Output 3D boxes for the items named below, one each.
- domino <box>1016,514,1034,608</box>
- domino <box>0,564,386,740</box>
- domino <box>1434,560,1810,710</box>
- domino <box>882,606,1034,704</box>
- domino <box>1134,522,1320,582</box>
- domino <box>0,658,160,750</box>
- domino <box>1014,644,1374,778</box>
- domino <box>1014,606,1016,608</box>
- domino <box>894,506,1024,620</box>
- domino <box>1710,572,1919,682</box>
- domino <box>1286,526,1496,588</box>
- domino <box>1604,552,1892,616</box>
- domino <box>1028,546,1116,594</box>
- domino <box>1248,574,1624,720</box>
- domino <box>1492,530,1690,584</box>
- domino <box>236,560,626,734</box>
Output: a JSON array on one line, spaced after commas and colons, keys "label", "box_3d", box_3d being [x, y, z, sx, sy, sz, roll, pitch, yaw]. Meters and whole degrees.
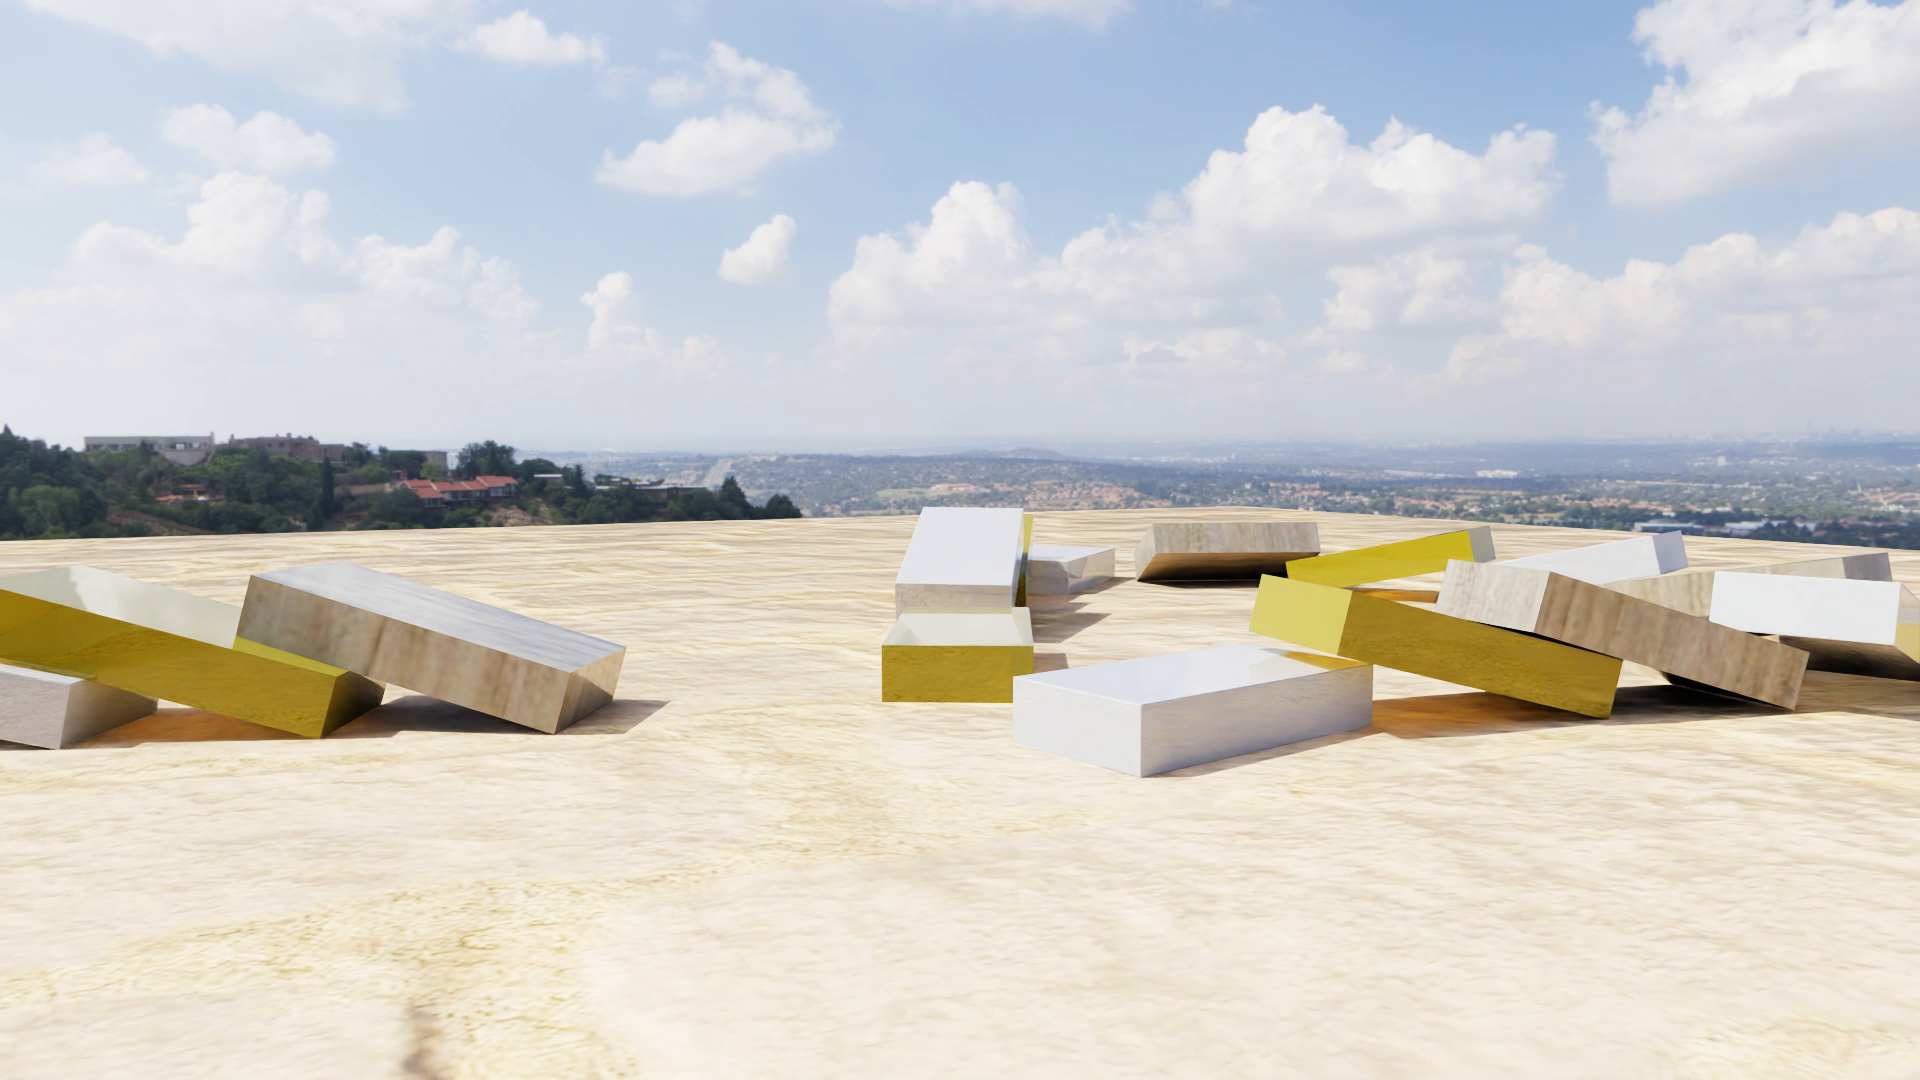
[{"label": "domino", "box_3d": [0.007, 0.005, 0.354, 0.025, 0.009, 0.050, 0, 19, 6]}, {"label": "domino", "box_3d": [-0.116, 0.016, 0.194, 0.050, 0.010, 0.025, 16, 3, -6]}, {"label": "domino", "box_3d": [0.107, 0.015, 0.209, 0.050, 0.010, 0.025, 16, -1, -14]}, {"label": "domino", "box_3d": [0.001, 0.020, 0.236, 0.025, 0.010, 0.050, 0, 4, 2]}, {"label": "domino", "box_3d": [0.081, 0.004, 0.390, 0.050, 0.010, 0.025, 0, -21, -6]}, {"label": "domino", "box_3d": [-0.150, 0.018, 0.188, 0.050, 0.009, 0.025, 12, 3, -5]}, {"label": "domino", "box_3d": [0.035, 0.024, 0.188, 0.050, 0.010, 0.025, -3, 5, -38]}, {"label": "domino", "box_3d": [0.002, 0.007, 0.320, 0.025, 0.010, 0.050, 0, 21, 4]}, {"label": "domino", "box_3d": [0.001, 0.005, 0.298, 0.025, 0.010, 0.050, 1, 21, 6]}, {"label": "domino", "box_3d": [0.149, 0.015, 0.218, 0.025, 0.010, 0.050, 4, -8, 46]}, {"label": "domino", "box_3d": [0.120, 0.006, 0.358, 0.050, 0.010, 0.025, -12, -3, 34]}, {"label": "domino", "box_3d": [0.178, 0.011, 0.292, 0.025, 0.009, 0.050, -3, -6, -36]}, {"label": "domino", "box_3d": [0.028, 0.009, 0.389, 0.025, 0.009, 0.050, 2, 5, 22]}, {"label": "domino", "box_3d": [0.074, 0.017, 0.202, 0.050, 0.010, 0.025, 14, 0, -17]}, {"label": "domino", "box_3d": [0.154, 0.008, 0.328, 0.050, 0.010, 0.025, -15, -7, 43]}, {"label": "domino", "box_3d": [-0.081, 0.016, 0.201, 0.050, 0.010, 0.025, 17, 5, 3]}]
